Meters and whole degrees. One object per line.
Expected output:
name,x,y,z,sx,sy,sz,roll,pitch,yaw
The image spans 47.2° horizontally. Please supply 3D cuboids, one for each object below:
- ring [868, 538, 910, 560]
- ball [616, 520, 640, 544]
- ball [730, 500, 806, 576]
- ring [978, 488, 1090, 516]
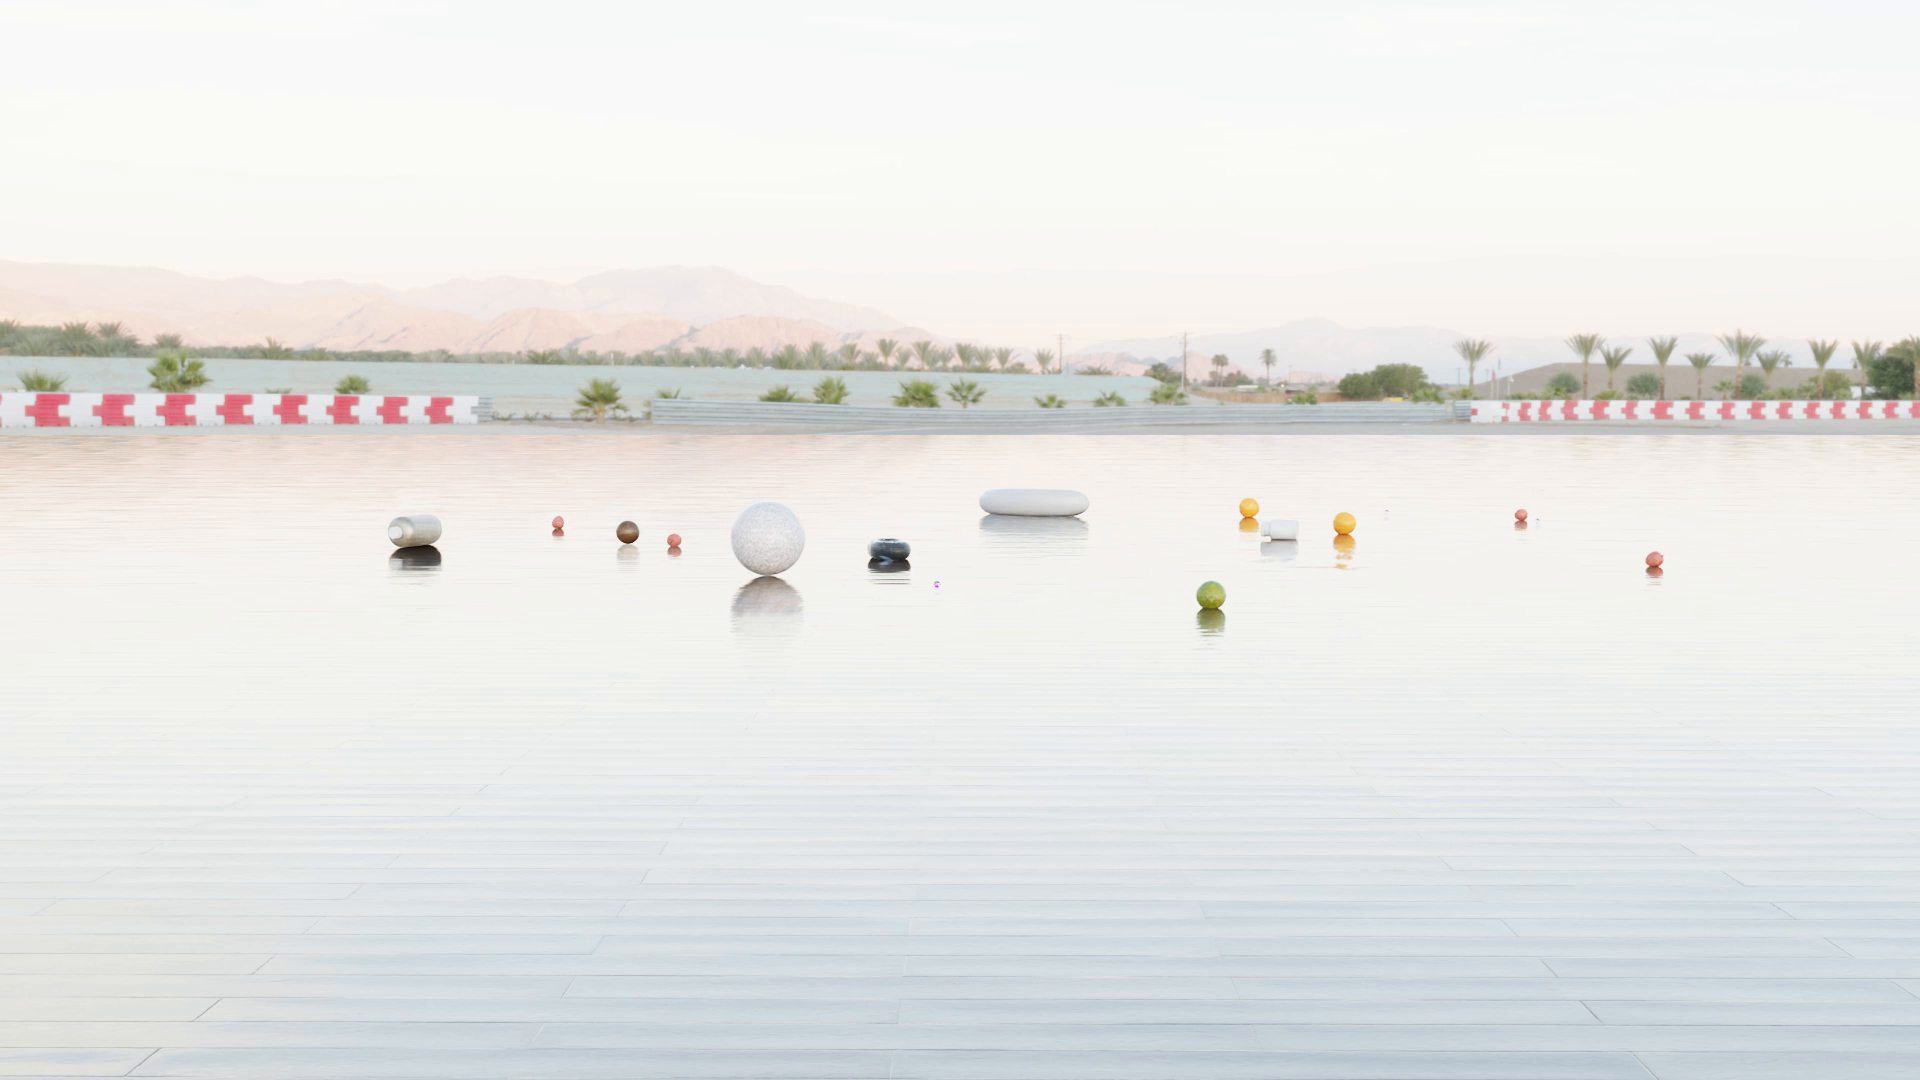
ring,-0.189,0.024,5.837,0.110,0.050,0.184,-2,5,-18
ball,-0.963,-0.023,6.375,0.069,0.069,0.069,0,4,0
ball,-0.462,-0.004,5.291,0.180,0.180,0.180,0,4,0
ring,0.262,-0.135,7.838,0.440,0.094,0.189,2,3,31
